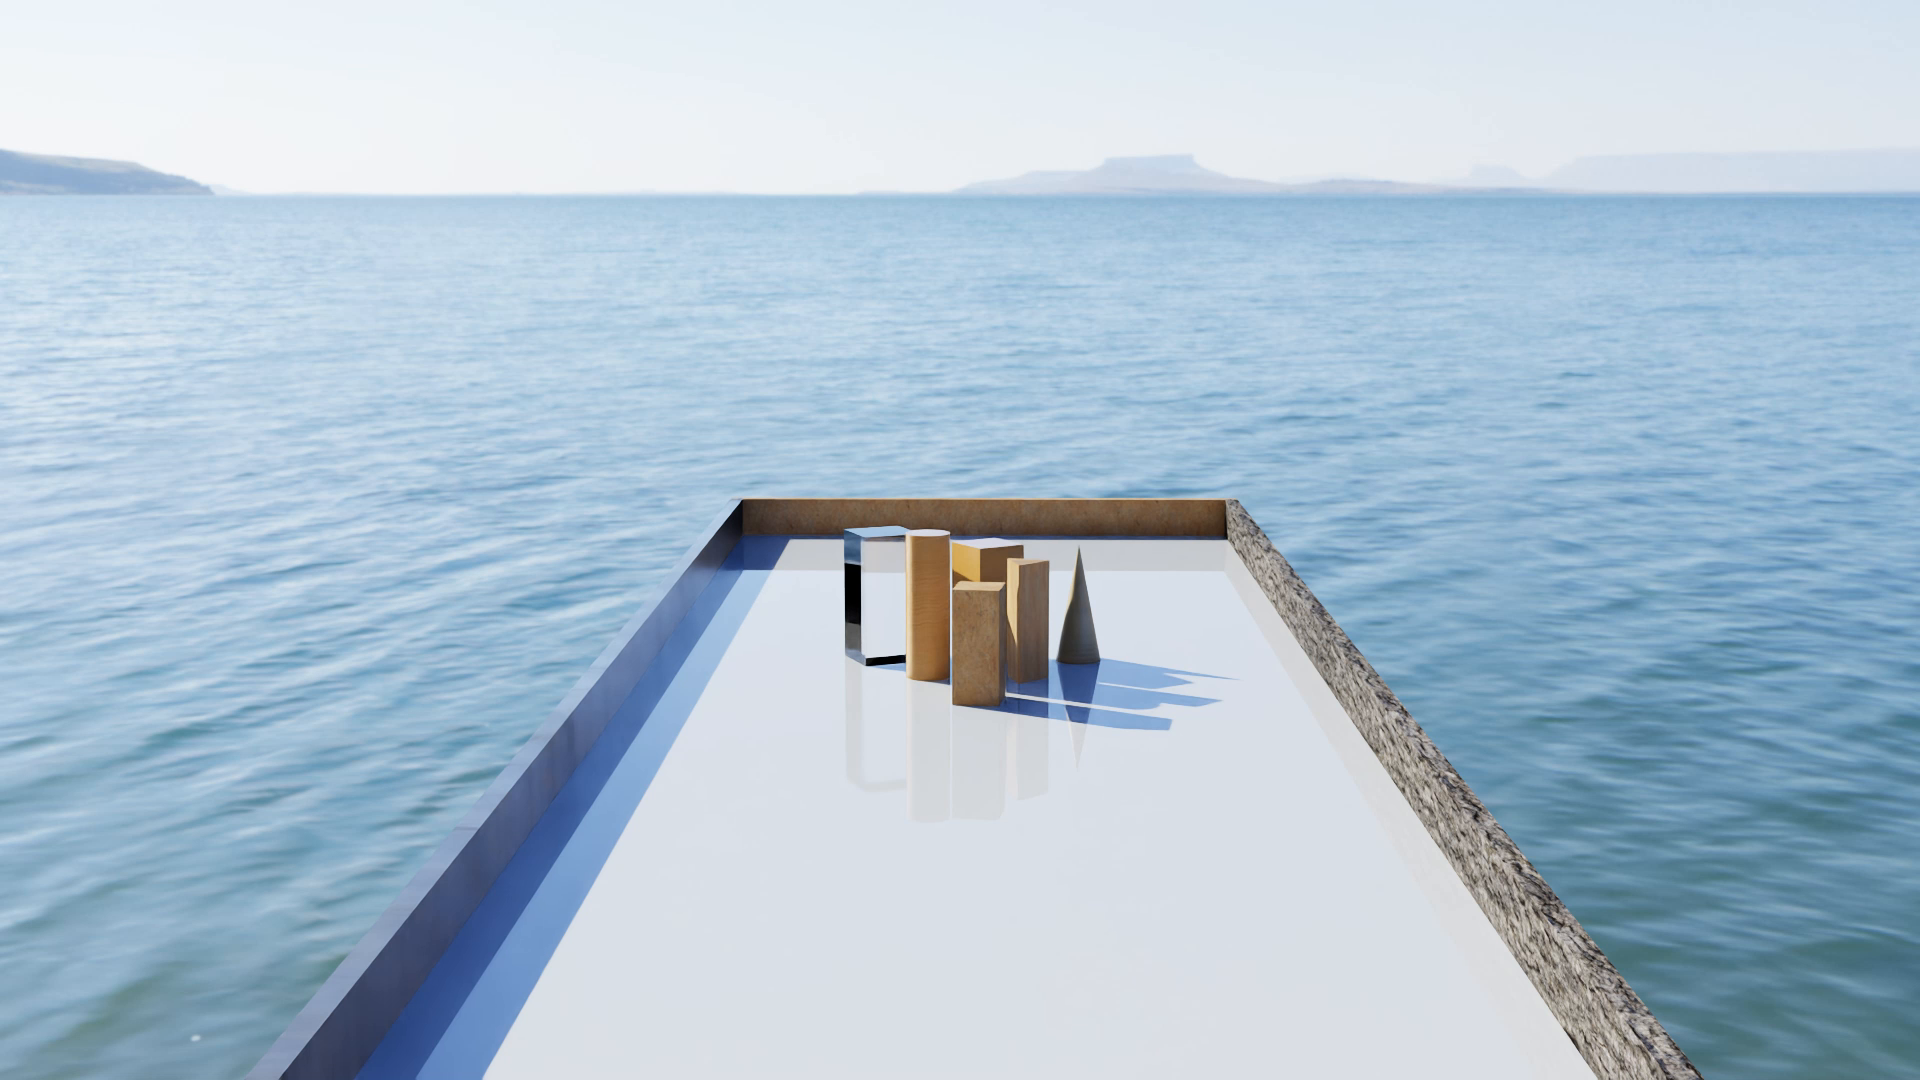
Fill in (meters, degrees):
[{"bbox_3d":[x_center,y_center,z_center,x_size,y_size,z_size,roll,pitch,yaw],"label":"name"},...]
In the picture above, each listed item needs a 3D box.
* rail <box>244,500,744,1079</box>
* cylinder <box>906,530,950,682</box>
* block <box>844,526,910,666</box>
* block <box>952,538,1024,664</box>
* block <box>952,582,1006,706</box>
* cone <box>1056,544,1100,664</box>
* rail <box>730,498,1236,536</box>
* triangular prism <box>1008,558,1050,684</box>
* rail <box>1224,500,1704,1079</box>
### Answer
[{"bbox_3d":[-1.004,0.839,3.234,0.050,0.150,12.000,0,9,1],"label":"rail"},{"bbox_3d":[-0.094,0.190,6.442,0.130,0.428,0.130,0,9,0],"label":"cylinder"},{"bbox_3d":[-0.237,0.168,6.694,0.179,0.393,0.179,-4,10,-23],"label":"block"},{"bbox_3d":[0.084,0.187,6.683,0.157,0.359,0.157,-6,11,-32],"label":"block"},{"bbox_3d":[0.053,0.289,6.142,0.131,0.326,0.131,1,9,9],"label":"block"},{"bbox_3d":[0.360,0.189,6.677,0.138,0.357,0.138,0,9,0],"label":"cone"},{"bbox_3d":[0.099,-0.098,9.147,2.100,0.150,0.050,0,9,1],"label":"rail"},{"bbox_3d":[0.178,0.232,6.429,0.124,0.349,0.107,-9,13,-44],"label":"triangular prism"},{"bbox_3d":[1.046,0.843,3.208,0.050,0.150,12.000,0,9,1],"label":"rail"}]
